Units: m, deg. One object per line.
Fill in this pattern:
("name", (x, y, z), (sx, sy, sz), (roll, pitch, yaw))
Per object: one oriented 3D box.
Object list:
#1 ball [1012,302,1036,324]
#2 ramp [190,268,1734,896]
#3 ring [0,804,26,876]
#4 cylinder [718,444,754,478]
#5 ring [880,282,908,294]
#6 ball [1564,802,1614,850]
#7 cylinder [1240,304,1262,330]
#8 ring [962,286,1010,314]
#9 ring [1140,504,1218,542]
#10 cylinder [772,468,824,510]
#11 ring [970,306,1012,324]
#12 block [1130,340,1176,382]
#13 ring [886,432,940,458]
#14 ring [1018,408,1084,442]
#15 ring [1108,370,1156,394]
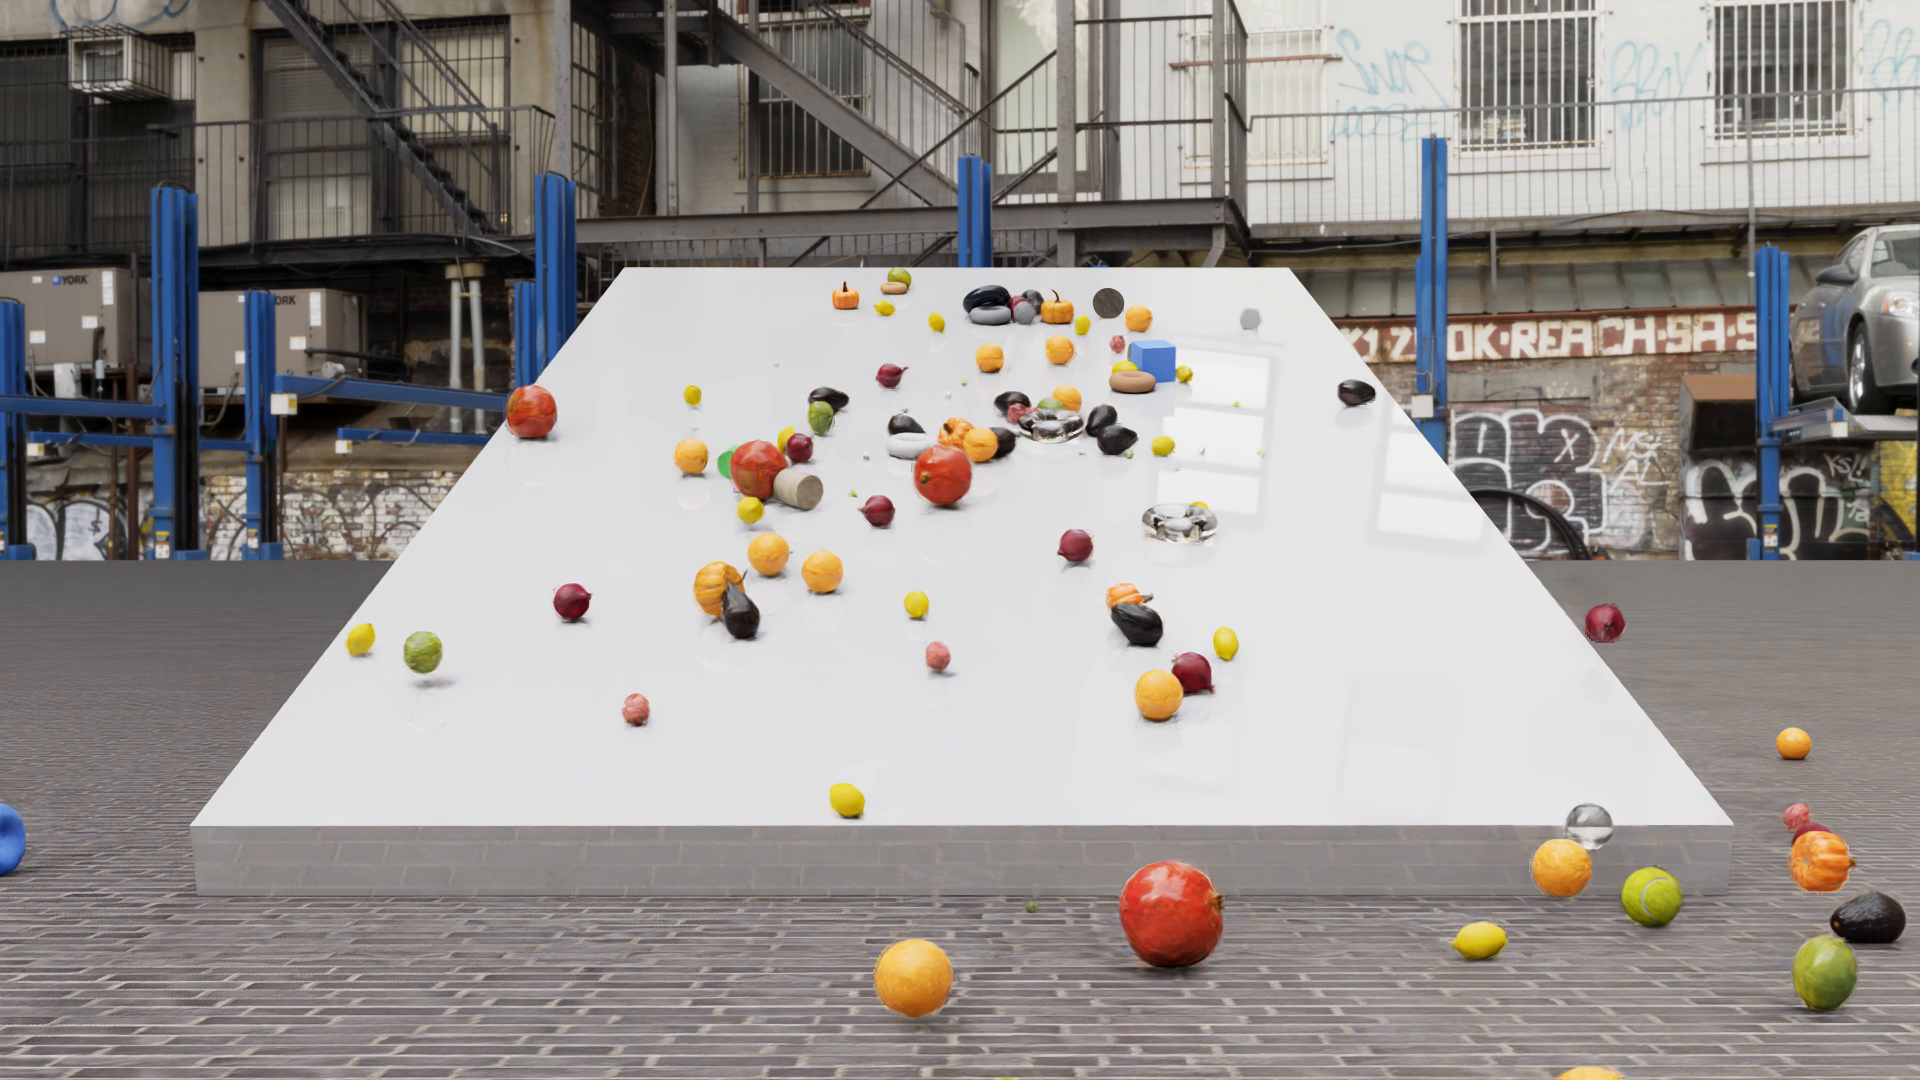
("ball", (0.170, -0.602, 5.899), (0.061, 0.061, 0.061), (0, 0, 0))
("ramp", (-0.003, -0.177, 4.806), (2.000, 0.100, 4.000), (0, 17, 0))
("ring", (-1.335, 0.416, 3.085), (0.034, 0.102, 0.102), (-6, -2, 14))
("cylinder", (-0.452, -0.158, 4.478), (0.057, 0.057, 0.057), (0, 17, 14))
("ring", (-0.188, -0.715, 6.322), (0.077, 0.026, 0.077), (1, 17, 0))
("ball", (0.795, 0.362, 2.815), (0.060, 0.060, 0.060), (0, 0, 0))
("cylinder", (0.765, -0.586, 5.860), (0.055, 0.055, 0.055), (0, 29, 0))
("ring", (0.070, -0.645, 5.987), (0.131, 0.044, 0.131), (-14, -15, -4))
("ring", (0.404, -0.031, 4.091), (0.143, 0.048, 0.143), (1, 16, 0))
("cylinder", (-0.310, -0.098, 4.265), (0.069, 0.069, 0.069), (17, 11, 43))
("ring", (0.082, -0.599, 5.931), (0.114, 0.038, 0.114), (-1, 17, 0))
("block", (0.460, -0.424, 5.291), (0.084, 0.084, 0.084), (-4, 18, -13))
("ring", (-0.098, -0.196, 4.637), (0.111, 0.037, 0.111), (1, 17, 0))
("ring", (0.195, -0.246, 4.781), (0.143, 0.048, 0.143), (-1, 18, 0))
("ring", (0.402, -0.369, 5.195), (0.111, 0.037, 0.111), (1, 16, 0))
